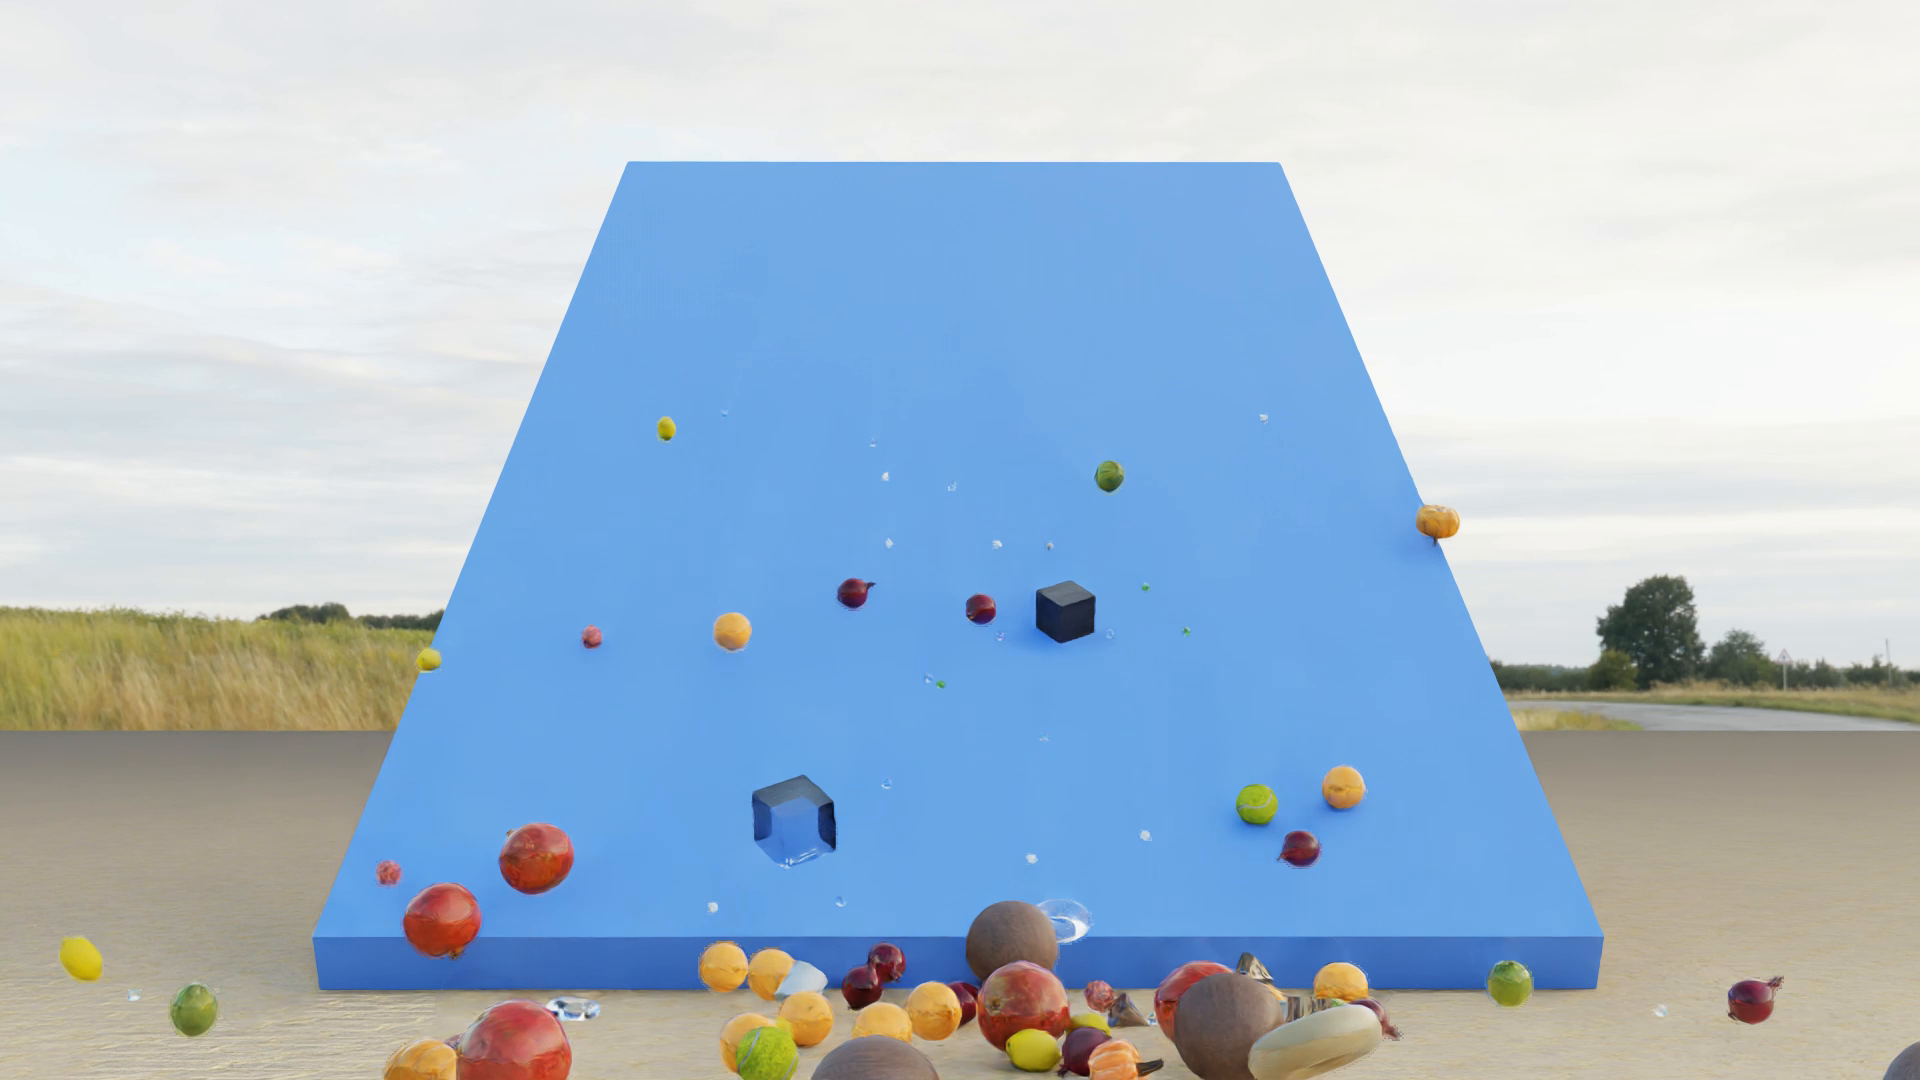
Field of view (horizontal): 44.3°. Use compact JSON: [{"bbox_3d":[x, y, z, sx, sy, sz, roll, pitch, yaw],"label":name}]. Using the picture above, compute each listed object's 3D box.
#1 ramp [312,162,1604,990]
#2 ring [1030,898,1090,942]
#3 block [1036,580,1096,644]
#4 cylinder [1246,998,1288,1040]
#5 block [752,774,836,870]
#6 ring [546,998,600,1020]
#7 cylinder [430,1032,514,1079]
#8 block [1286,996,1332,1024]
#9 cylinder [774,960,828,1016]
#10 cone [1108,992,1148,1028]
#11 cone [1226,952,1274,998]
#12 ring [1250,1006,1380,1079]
[{"bbox_3d":[-0.010,-0.228,5.470,2.000,0.100,4.000,0,26,0],"label":"ramp"},{"bbox_3d":[0.156,0.591,3.669,0.095,0.032,0.095,1,26,-1],"label":"ring"},{"bbox_3d":[0.202,0.137,4.529,0.081,0.081,0.081,-16,31,-30],"label":"block"},{"bbox_3d":[0.410,0.625,3.062,0.057,0.057,0.057,1,-5,-18],"label":"cylinder"},{"bbox_3d":[-0.271,0.460,3.855,0.098,0.098,0.098,-16,31,-30],"label":"block"},{"bbox_3d":[-0.547,0.663,3.338,0.076,0.025,0.076,4,-3,0],"label":"ring"},{"bbox_3d":[-0.530,0.576,2.567,0.071,0.071,0.071,3,-2,-30],"label":"cylinder"},{"bbox_3d":[0.432,0.603,2.918,0.055,0.055,0.055,1,-40,11],"label":"block"},{"bbox_3d":[-0.218,0.616,3.241,0.054,0.054,0.054,23,-33,16],"label":"cylinder"},{"bbox_3d":[0.238,0.656,3.242,0.052,0.052,0.052,28,-11,-11],"label":"cone"},{"bbox_3d":[0.402,0.637,3.381,0.065,0.065,0.065,-45,-25,22],"label":"cone"},{"bbox_3d":[0.369,0.526,2.457,0.145,0.048,0.145,-17,-22,-7],"label":"ring"}]
